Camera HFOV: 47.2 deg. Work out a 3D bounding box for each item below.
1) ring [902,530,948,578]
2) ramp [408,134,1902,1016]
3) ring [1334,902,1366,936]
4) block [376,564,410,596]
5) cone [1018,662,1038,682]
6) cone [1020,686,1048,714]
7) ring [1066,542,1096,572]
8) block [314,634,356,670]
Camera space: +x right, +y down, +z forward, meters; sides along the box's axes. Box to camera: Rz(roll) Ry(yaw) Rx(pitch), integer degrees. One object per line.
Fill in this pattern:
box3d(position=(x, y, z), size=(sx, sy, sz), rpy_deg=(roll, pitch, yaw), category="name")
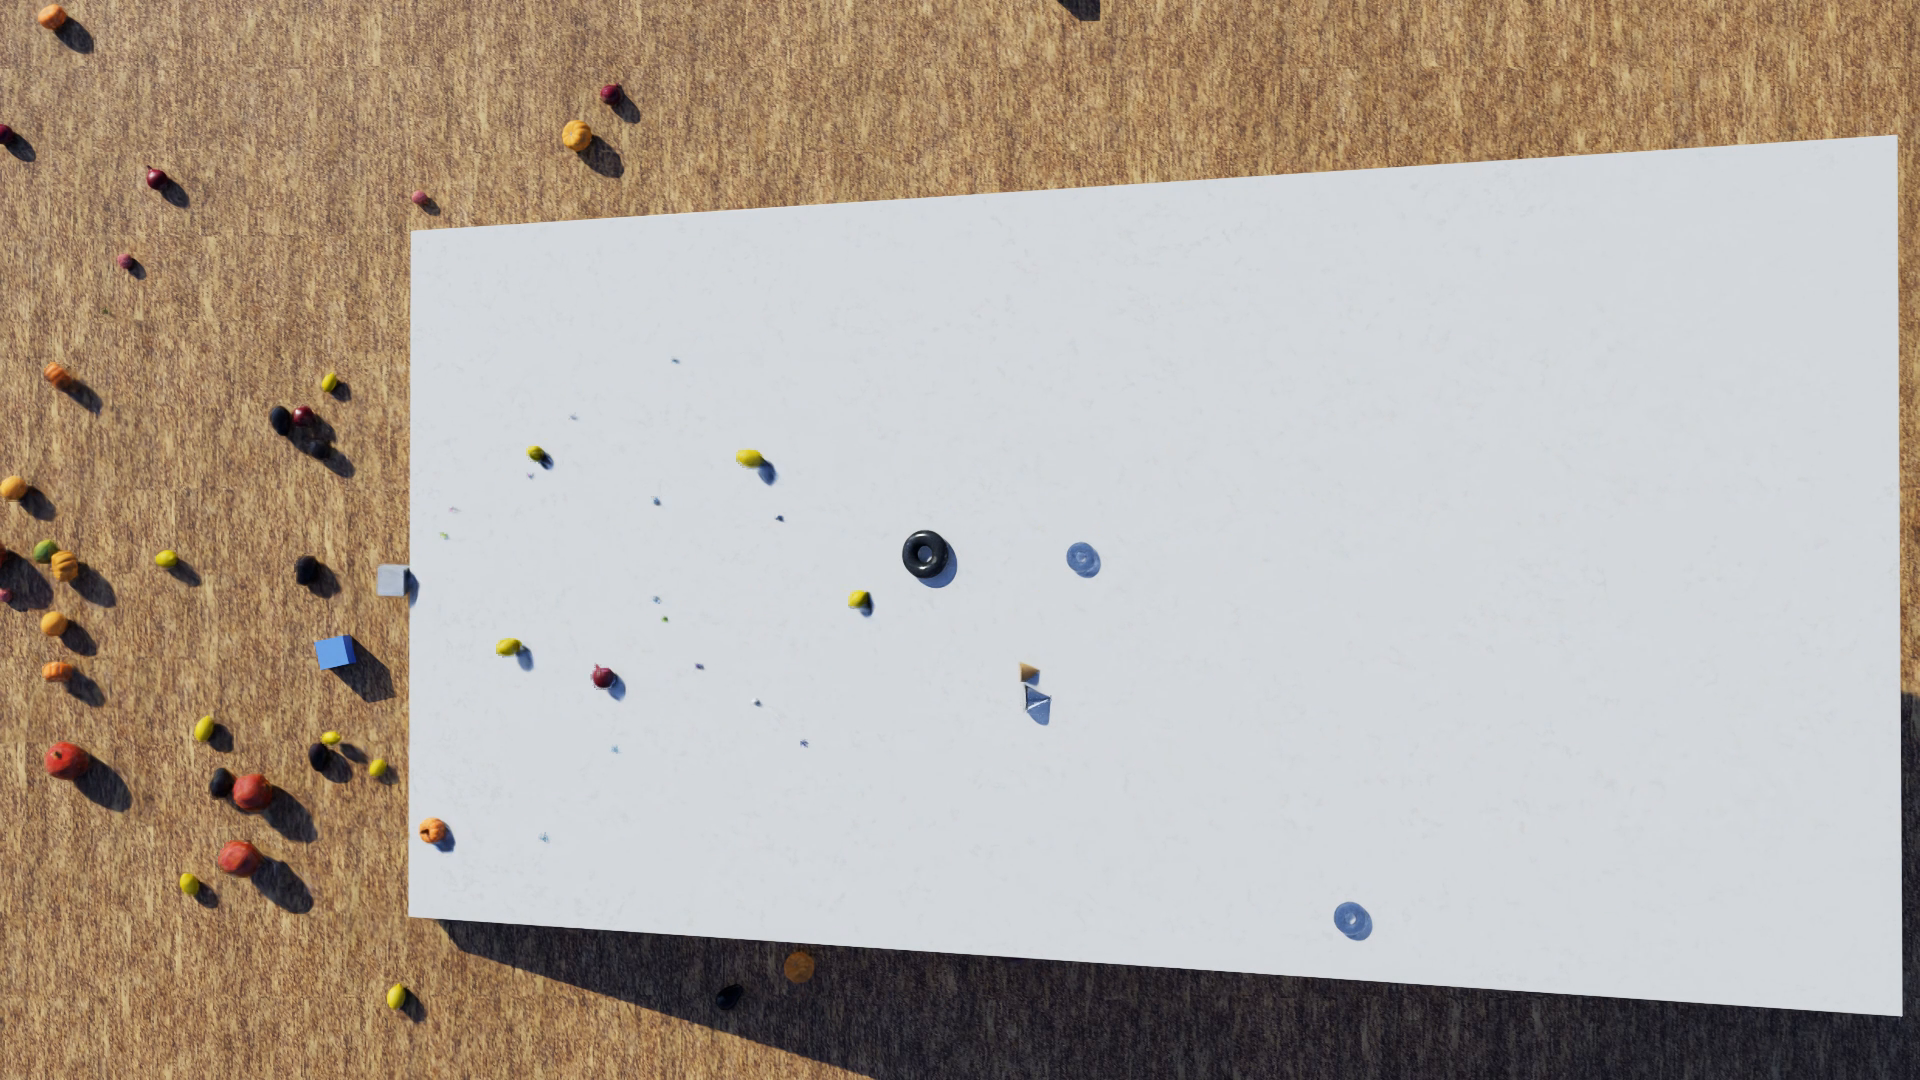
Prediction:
box3d(position=(-0.092, 0.038, 5.816), size=(0.131, 0.044, 0.131), rpy_deg=(-1, 88, 22), category="ring")
box3d(position=(0.282, 0.088, 5.749), size=(4.000, 0.100, 2.000), rpy_deg=(0, 89, 21), category="ramp")
box3d(position=(0.960, 0.931, 5.411), size=(0.083, 0.028, 0.083), rpy_deg=(-1, 88, 22), category="ring")
box3d(position=(-1.652, 0.117, 6.416), size=(0.077, 0.077, 0.077), rpy_deg=(4, 101, 1), category="block")
box3d(position=(0.182, 0.339, 5.717), size=(0.054, 0.054, 0.054), rpy_deg=(-4, 89, -6), category="cone")
box3d(position=(0.202, 0.409, 5.705), size=(0.072, 0.072, 0.072), rpy_deg=(-8, 89, -18), category="cone")
box3d(position=(0.312, 0.044, 5.671), size=(0.080, 0.027, 0.080), rpy_deg=(-1, 88, 21), category="ring")
box3d(position=(-1.835, 0.330, 6.463), size=(0.084, 0.084, 0.084), rpy_deg=(-13, 89, 0), category="block")
